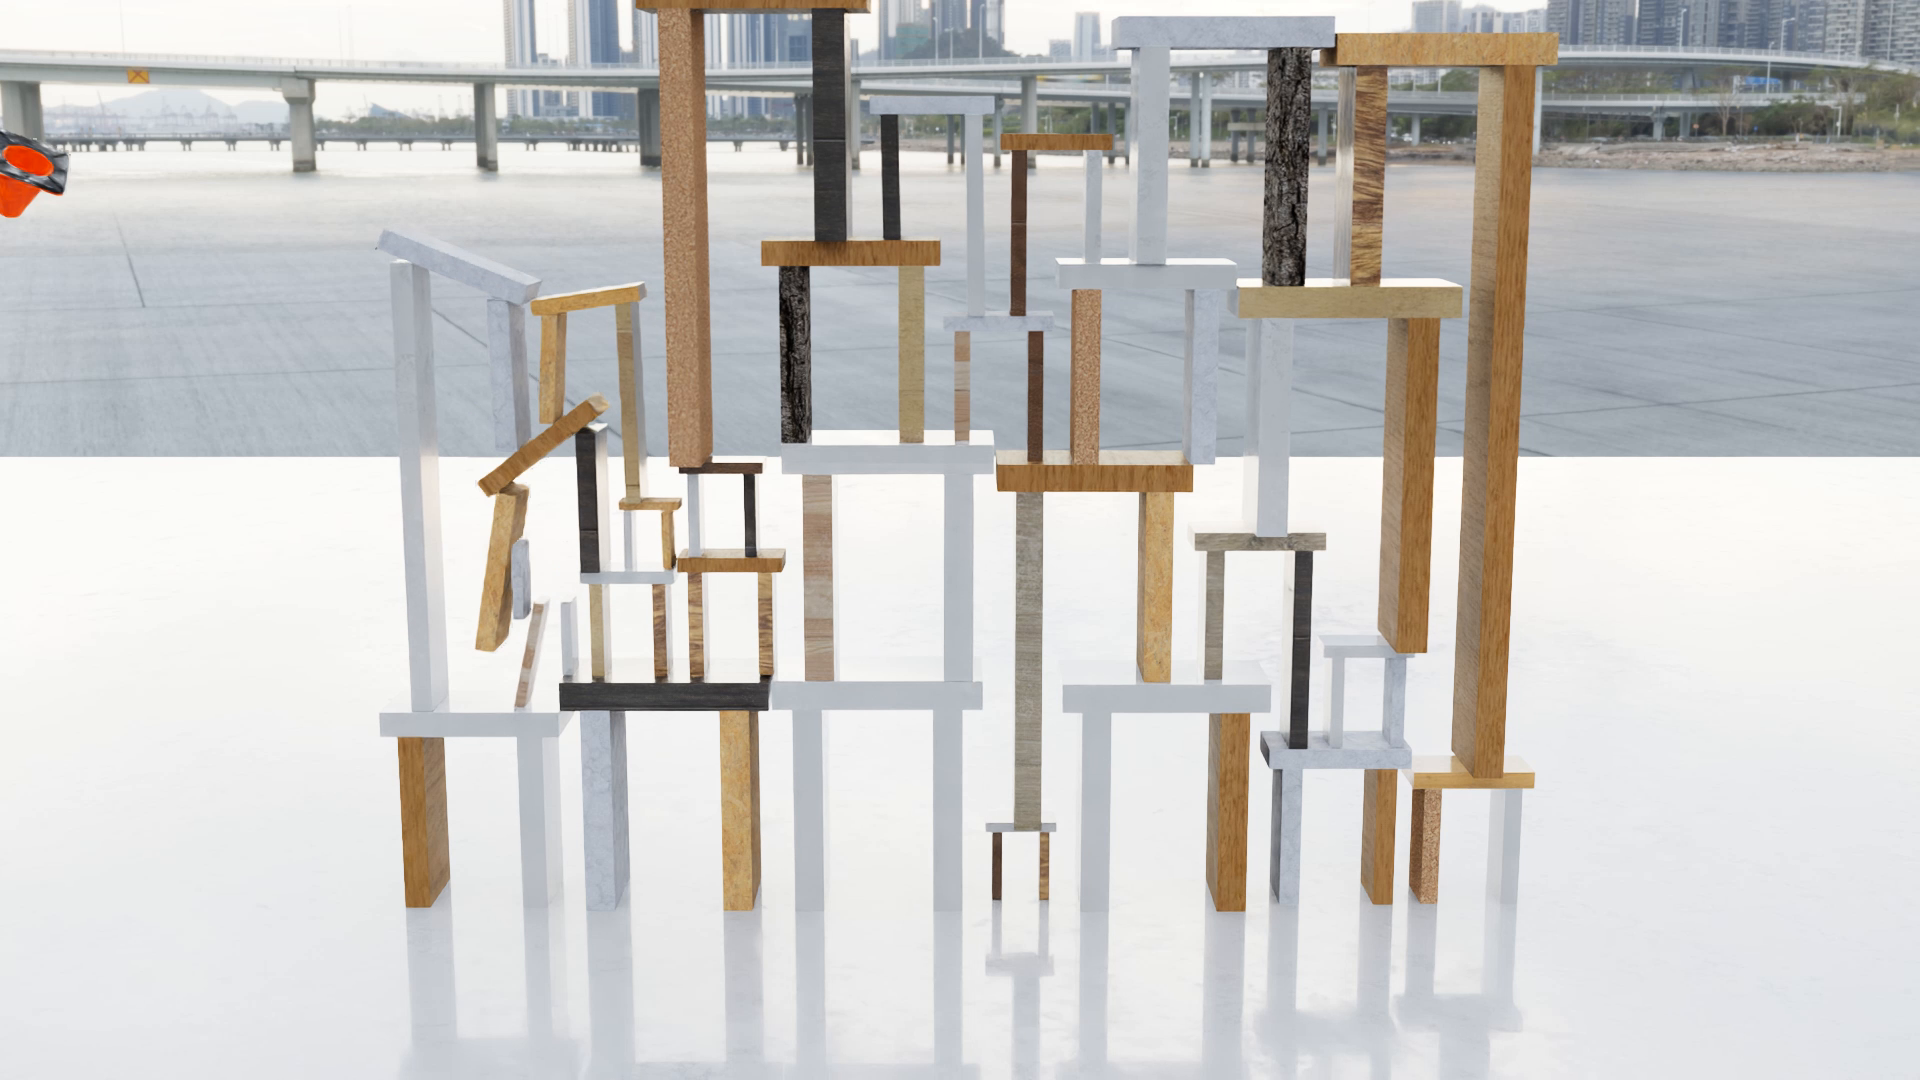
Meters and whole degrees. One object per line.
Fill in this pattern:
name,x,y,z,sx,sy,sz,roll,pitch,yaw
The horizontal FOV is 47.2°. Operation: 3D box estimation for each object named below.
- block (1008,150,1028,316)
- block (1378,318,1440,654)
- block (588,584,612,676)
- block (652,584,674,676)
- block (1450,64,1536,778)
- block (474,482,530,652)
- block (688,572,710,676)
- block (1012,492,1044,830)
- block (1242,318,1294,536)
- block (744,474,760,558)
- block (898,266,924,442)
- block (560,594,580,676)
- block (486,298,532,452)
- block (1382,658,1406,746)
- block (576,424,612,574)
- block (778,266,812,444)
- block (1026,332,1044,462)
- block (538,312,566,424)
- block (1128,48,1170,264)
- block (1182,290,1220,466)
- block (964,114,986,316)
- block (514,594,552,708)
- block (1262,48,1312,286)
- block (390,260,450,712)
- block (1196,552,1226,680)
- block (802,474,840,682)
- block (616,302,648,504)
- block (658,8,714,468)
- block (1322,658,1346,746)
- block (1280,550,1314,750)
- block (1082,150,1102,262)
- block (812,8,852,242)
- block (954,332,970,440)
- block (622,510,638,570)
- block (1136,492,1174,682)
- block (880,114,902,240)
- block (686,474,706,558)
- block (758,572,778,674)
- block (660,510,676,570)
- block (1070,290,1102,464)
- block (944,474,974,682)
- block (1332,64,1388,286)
block,0.091,-0.485,3.464,0.024,0.256,0.086,0,11,0
block,0.720,-0.097,3.536,0.049,0.533,0.172,0,11,0
block,-0.585,0.139,3.582,0.022,0.152,0.076,0,11,0
block,-0.484,0.139,3.582,0.022,0.152,0.076,0,11,0
block,0.851,-0.184,3.523,0.047,1.125,0.167,0,11,0
block,-0.743,0.043,3.570,0.032,0.259,0.112,10,10,-1
block,-0.426,0.129,3.583,0.024,0.171,0.084,0,11,0
block,0.110,0.184,3.597,0.044,0.557,0.155,0,11,0
block,0.491,-0.190,3.521,0.049,0.345,0.172,0,10,-1
block,-0.336,-0.045,3.548,0.019,0.135,0.067,0,11,0
block,-0.077,-0.302,3.509,0.039,0.277,0.139,0,11,0
block,-0.636,0.154,3.584,0.017,0.121,0.061,0,11,0
block,-0.718,-0.266,3.505,0.034,0.238,0.119,-1,11,1
block,0.713,0.257,3.609,0.021,0.149,0.074,0,11,0
block,-0.591,-0.068,3.545,0.032,0.224,0.112,0,11,0
block,-0.262,-0.302,3.508,0.039,0.277,0.139,0,11,0
block,0.119,-0.235,3.518,0.025,0.207,0.087,0,11,0
block,-0.649,-0.276,3.507,0.024,0.171,0.085,4,10,0
block,0.296,-0.602,3.447,0.046,0.328,0.164,0,11,0
block,0.383,-0.266,3.505,0.039,0.275,0.138,0,11,0
block,0.023,-0.512,3.462,0.027,0.310,0.096,-1,11,0
block,-0.698,0.181,3.588,0.017,0.175,0.061,12,10,-2
block,0.512,-0.586,3.453,0.046,0.362,0.164,0,11,0
block,-0.869,-0.088,3.539,0.034,0.721,0.119,0,11,0
block,0.408,0.112,3.579,0.030,0.211,0.105,0,11,0
block,-0.225,0.046,3.567,0.047,0.334,0.167,0,11,0
block,-0.524,-0.222,3.518,0.024,0.317,0.086,-1,10,1
block,-0.432,-0.474,3.470,0.049,0.701,0.175,0,11,0
block,0.613,0.257,3.609,0.021,0.149,0.074,0,11,0
block,0.549,0.169,3.592,0.030,0.328,0.105,0,11,-1
block,0.208,-0.525,3.455,0.024,0.173,0.086,0,11,0
block,-0.199,-0.647,3.436,0.049,0.349,0.175,0,11,0
block,0.003,-0.251,3.514,0.025,0.174,0.087,0,11,0
block,-0.533,-0.004,3.556,0.014,0.096,0.048,0,10,0
block,0.317,0.062,3.575,0.044,0.310,0.155,0,11,0
block,-0.109,-0.570,3.450,0.027,0.192,0.096,-1,10,-1
block,-0.426,-0.045,3.549,0.019,0.135,0.068,0,11,0
block,-0.313,0.127,3.583,0.024,0.168,0.084,0,10,0
block,-0.471,-0.004,3.554,0.014,0.096,0.048,-1,10,3
block,0.200,-0.267,3.505,0.039,0.275,0.138,0,11,0
block,-0.002,0.046,3.567,0.047,0.334,0.167,0,11,0
block,0.627,-0.572,3.450,0.047,0.335,0.167,0,11,0
